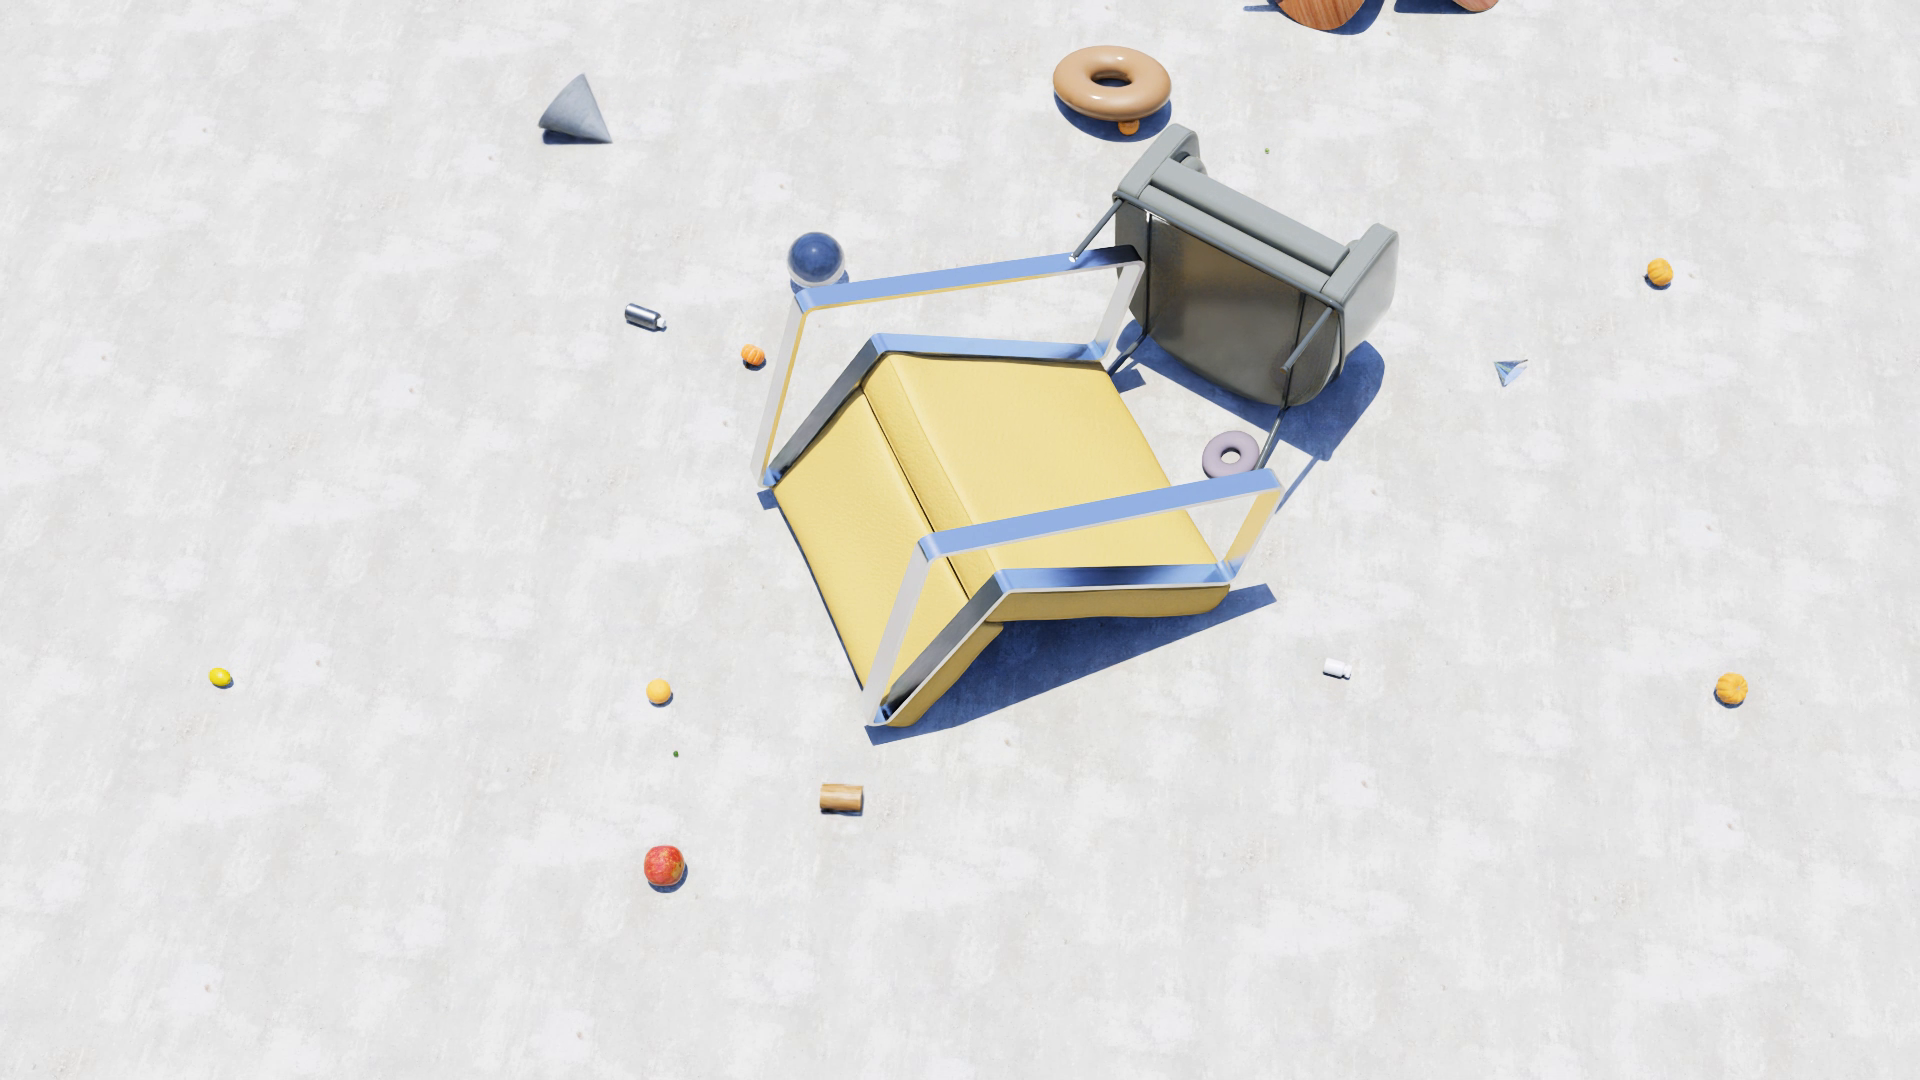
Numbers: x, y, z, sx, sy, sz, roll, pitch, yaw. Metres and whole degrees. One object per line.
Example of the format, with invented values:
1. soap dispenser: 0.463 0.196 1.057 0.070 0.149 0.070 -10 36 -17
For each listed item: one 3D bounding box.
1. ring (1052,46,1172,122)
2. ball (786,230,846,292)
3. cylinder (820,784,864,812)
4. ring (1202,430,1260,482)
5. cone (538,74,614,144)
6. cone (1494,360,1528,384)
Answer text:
1. ring: 0.520 -1.565 7.527 0.373 0.105 0.441 -34 51 -27
2. ball: -0.463 -0.895 7.058 0.193 0.193 0.193 0 56 0
3. cylinder: -0.326 0.710 6.055 0.112 0.068 0.074 4 15 3
4. ring: 0.828 -0.257 6.721 0.165 0.042 0.200 33 63 21
5. cone: -1.265 -1.418 7.467 0.228 0.213 0.255 39 52 -5
6. cone: 1.716 -0.546 6.926 0.128 0.050 0.087 -40 49 -22
